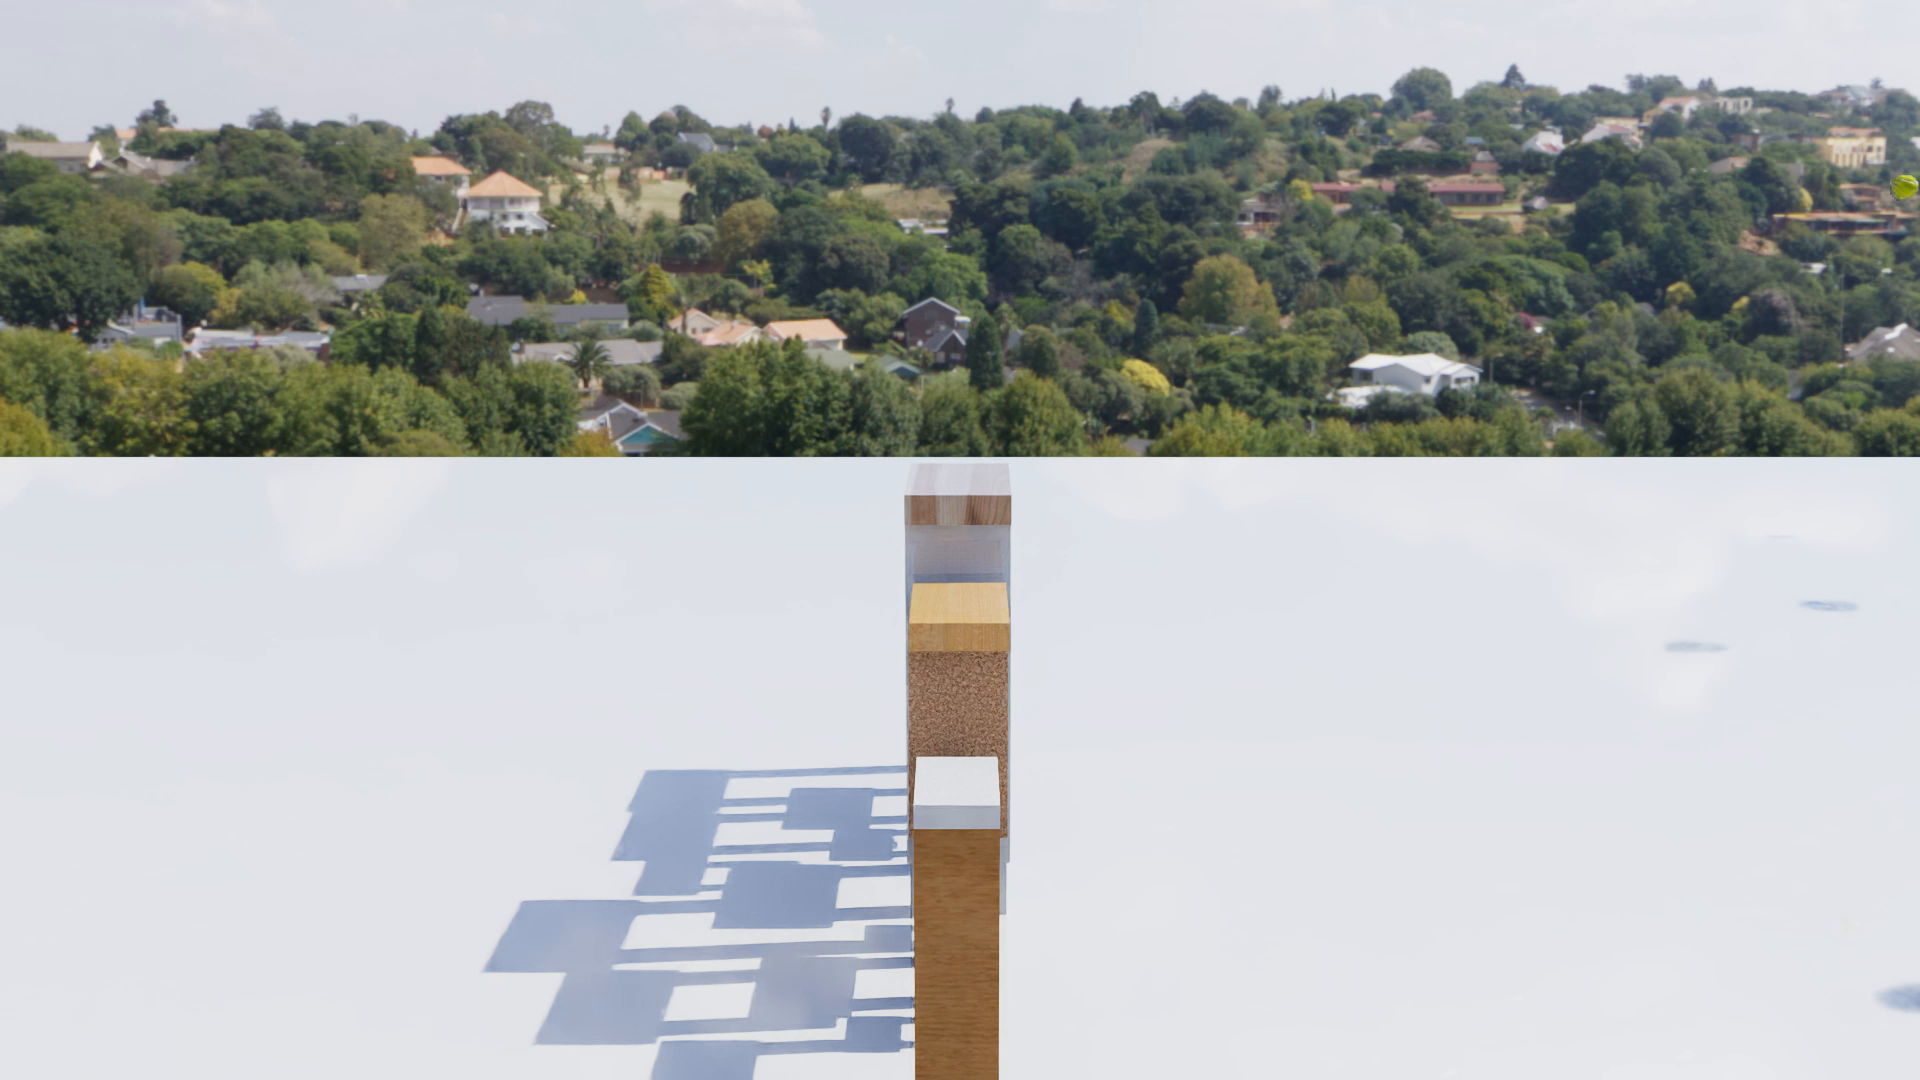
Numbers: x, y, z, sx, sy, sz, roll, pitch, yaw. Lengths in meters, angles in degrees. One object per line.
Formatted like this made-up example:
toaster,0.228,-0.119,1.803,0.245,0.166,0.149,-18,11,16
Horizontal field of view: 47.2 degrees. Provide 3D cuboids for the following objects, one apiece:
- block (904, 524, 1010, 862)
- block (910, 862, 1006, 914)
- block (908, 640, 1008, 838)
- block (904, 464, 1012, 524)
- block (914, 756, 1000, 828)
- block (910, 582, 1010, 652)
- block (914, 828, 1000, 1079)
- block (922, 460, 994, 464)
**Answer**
block,-0.003,0.232,3.375,0.159,0.536,0.045,0,11,0
block,-0.002,0.451,3.564,0.156,0.311,0.044,0,11,0
block,-0.002,0.280,3.090,0.138,0.276,0.039,0,11,0
block,-0.002,-0.074,3.427,0.159,0.045,0.319,0,10,1
block,-0.004,0.336,2.935,0.112,0.032,0.223,0,11,0
block,-0.001,0.108,3.152,0.138,0.039,0.276,0,11,0
block,-0.004,0.546,2.899,0.112,0.368,0.032,0,11,0
block,-0.004,-0.114,4.197,0.139,0.040,0.279,0,11,0
